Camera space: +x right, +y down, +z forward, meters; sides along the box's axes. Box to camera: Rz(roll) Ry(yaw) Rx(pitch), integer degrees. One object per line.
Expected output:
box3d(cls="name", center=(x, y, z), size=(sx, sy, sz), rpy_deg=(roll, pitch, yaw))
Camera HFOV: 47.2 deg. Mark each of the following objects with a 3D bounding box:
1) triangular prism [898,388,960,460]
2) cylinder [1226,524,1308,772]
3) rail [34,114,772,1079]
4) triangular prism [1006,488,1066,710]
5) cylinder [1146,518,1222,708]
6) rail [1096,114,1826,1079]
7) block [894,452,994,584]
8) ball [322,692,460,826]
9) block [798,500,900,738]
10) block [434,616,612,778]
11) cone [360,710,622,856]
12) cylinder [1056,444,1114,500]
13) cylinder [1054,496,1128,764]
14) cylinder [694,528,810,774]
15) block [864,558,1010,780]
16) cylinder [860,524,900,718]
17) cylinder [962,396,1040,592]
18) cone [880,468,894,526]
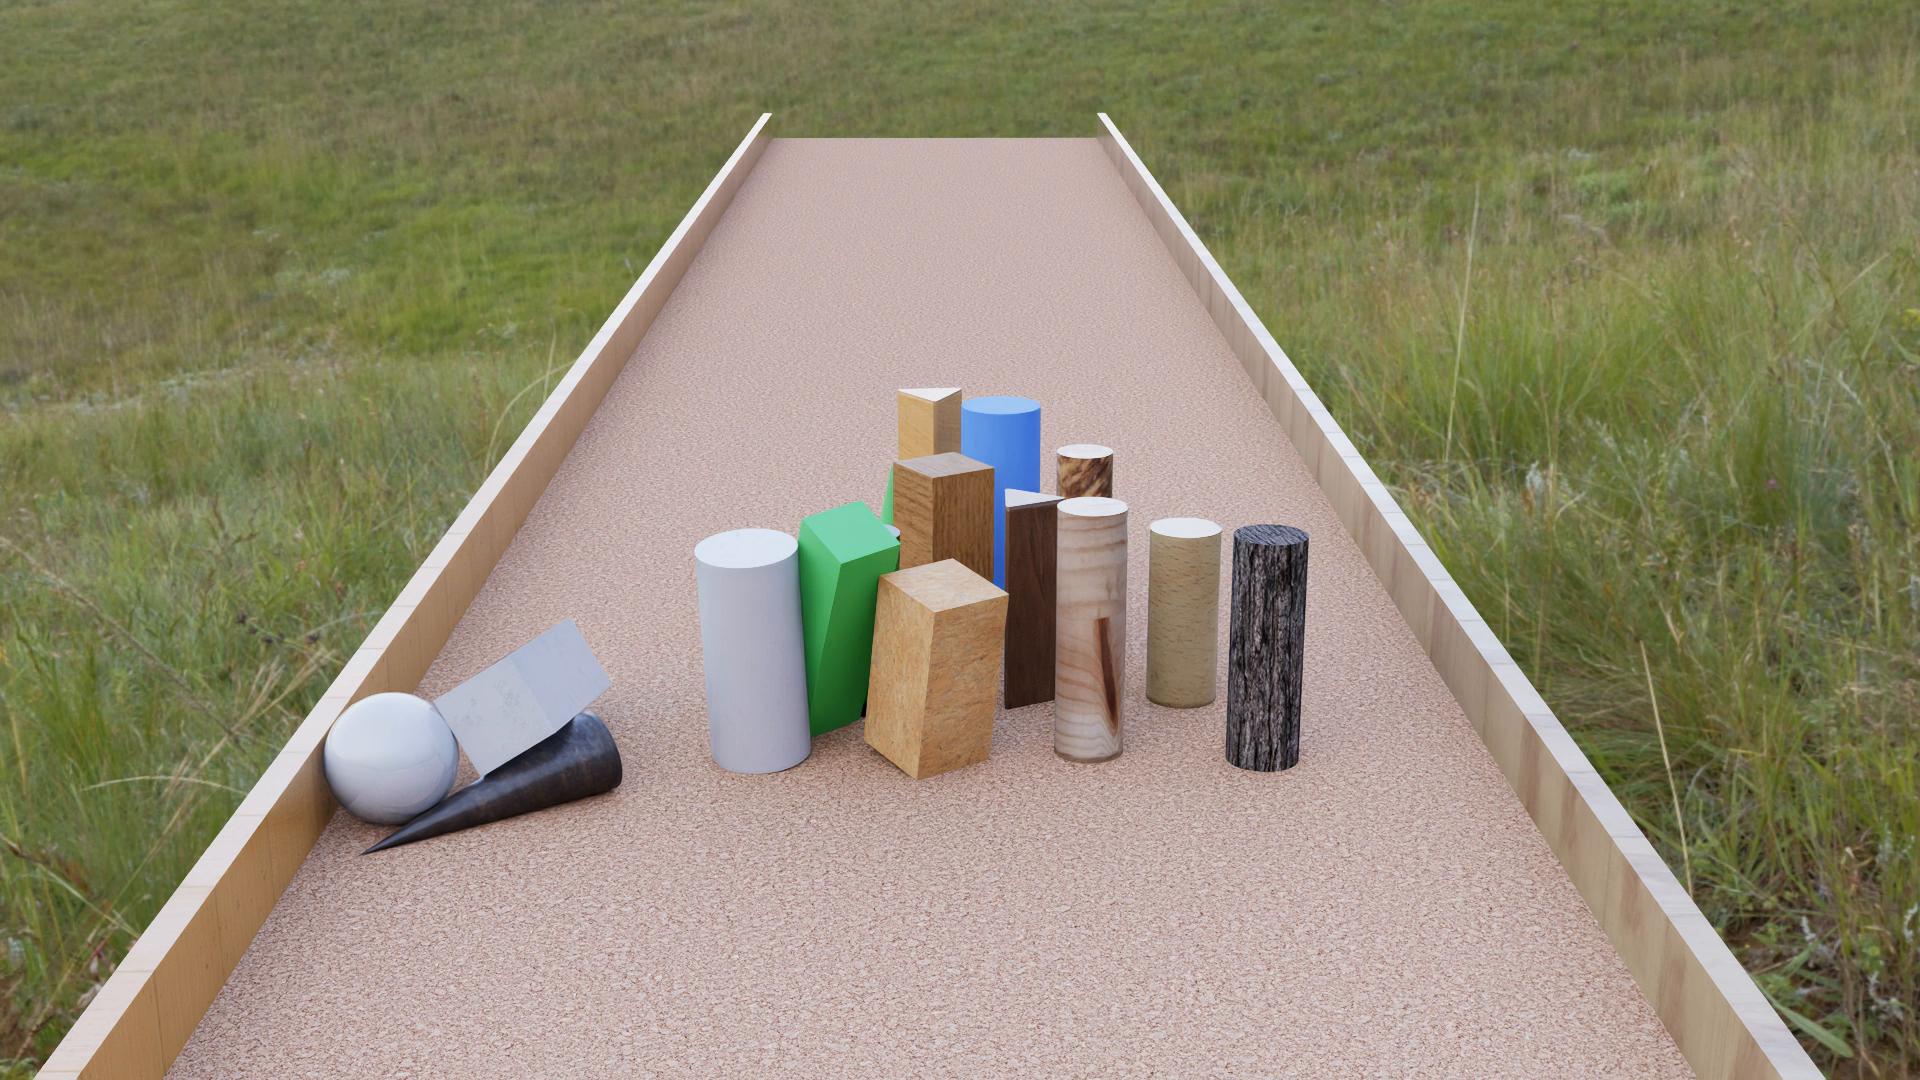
box3d(cls="triangular prism", center=(-0.046, -0.123, 4.897), size=(0.121, 0.424, 0.139), rpy_deg=(-12, 20, -35))
box3d(cls="cylinder", center=(0.538, 0.190, 3.861), size=(0.129, 0.415, 0.129), rpy_deg=(0, 17, 0))
box3d(cls="rail", center=(-1.118, -0.838, 7.780), size=(0.050, 0.150, 12.000), rpy_deg=(0, 17, -1))
box3d(cls="triangular prism", center=(0.115, 0.107, 4.169), size=(0.125, 0.397, 0.108), rpy_deg=(-9, 19, -28))
box3d(cls="cylinder", center=(0.423, 0.138, 4.170), size=(0.134, 0.337, 0.134), rpy_deg=(0, 17, 0))
box3d(cls="rail", center=(0.932, -0.844, 7.801), size=(0.050, 0.150, 12.000), rpy_deg=(0, 17, -1))
box3d(cls="block", center=(-0.033, 0.048, 4.348), size=(0.143, 0.408, 0.143), rpy_deg=(-11, 20, -32))
box3d(cls="ball", center=(-0.938, 0.360, 3.630), size=(0.219, 0.219, 0.219), rpy_deg=(0, 17, 0))
box3d(cls="block", center=(-0.228, 0.148, 3.921), size=(0.124, 0.442, 0.124), rpy_deg=(-19, 50, -33))
box3d(cls="block", center=(-0.755, 0.266, 3.840), size=(0.148, 0.148, 0.450), rpy_deg=(-31, 4, 6))
box3d(cls="cone", center=(-0.792, 0.433, 3.646), size=(0.455, 0.144, 0.144), rpy_deg=(-23, 27, -33))
box3d(cls="cylinder", center=(0.244, 0.034, 4.356), size=(0.110, 0.432, 0.110), rpy_deg=(0, 17, 0))
box3d(cls="cylinder", center=(0.231, 0.160, 3.889), size=(0.124, 0.456, 0.124), rpy_deg=(0, 17, 0))
box3d(cls="cylinder", center=(-0.361, 0.195, 3.856), size=(0.178, 0.392, 0.178), rpy_deg=(-2, 22, 1))
box3d(cls="block", center=(-0.044, 0.225, 3.857), size=(0.161, 0.327, 0.161), rpy_deg=(-13, 30, -36))
box3d(cls="cylinder", center=(-0.165, 0.150, 4.100), size=(0.102, 0.349, 0.102), rpy_deg=(1, 19, 0))
box3d(cls="cylinder", center=(0.085, -0.064, 4.648), size=(0.166, 0.453, 0.166), rpy_deg=(0, 17, 0))
box3d(cls="cone", center=(-0.137, 0.028, 4.466), size=(0.161, 0.379, 0.161), rpy_deg=(0, 16, 0))
